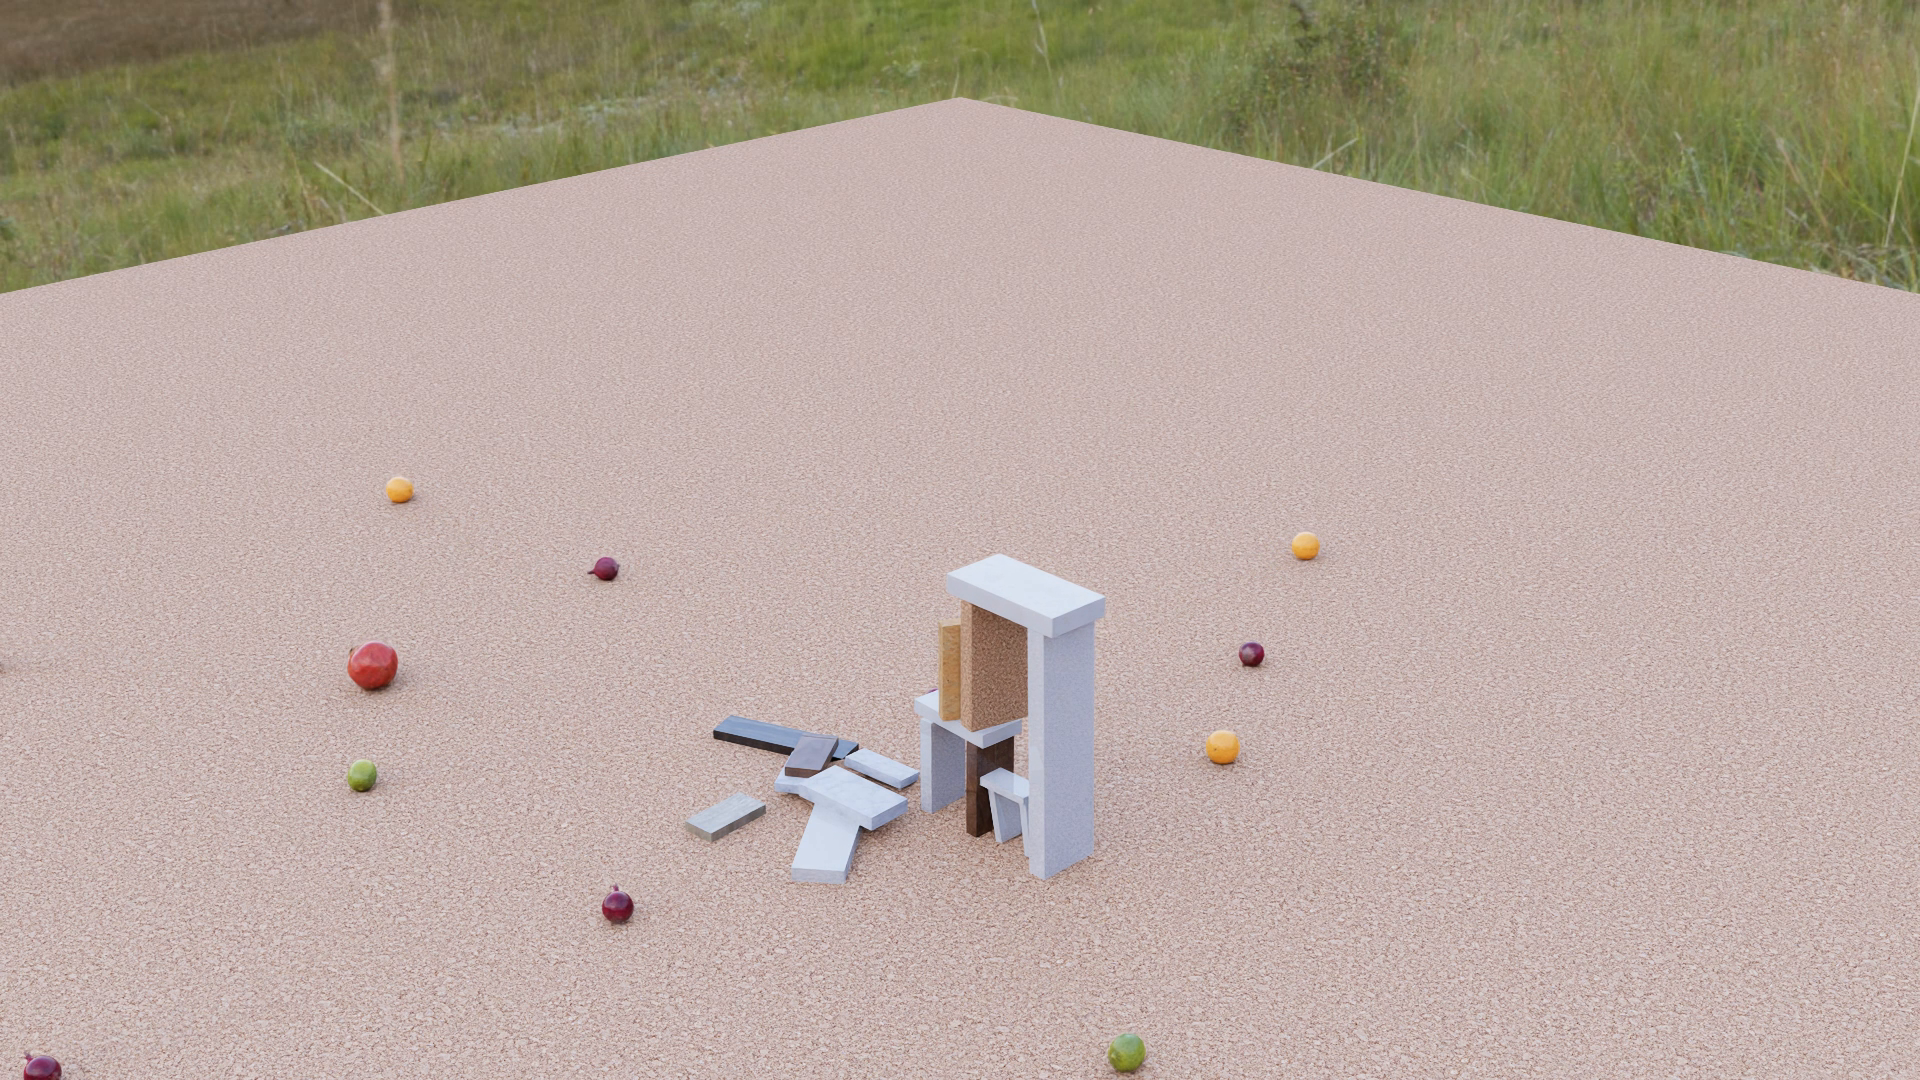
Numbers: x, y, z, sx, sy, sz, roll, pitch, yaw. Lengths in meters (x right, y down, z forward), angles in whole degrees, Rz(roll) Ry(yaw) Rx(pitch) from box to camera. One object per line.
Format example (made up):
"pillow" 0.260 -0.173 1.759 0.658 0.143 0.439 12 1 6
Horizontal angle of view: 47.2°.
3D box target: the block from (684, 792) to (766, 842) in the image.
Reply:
"block" -0.471 0.557 4.420 0.076 0.022 0.152 18 29 37

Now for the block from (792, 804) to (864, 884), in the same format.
"block" -0.255 0.589 4.336 0.103 0.029 0.280 3 23 7

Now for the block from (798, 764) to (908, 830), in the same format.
"block" -0.215 0.518 4.428 0.206 0.029 0.103 20 30 38

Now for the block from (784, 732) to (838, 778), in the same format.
"block" -0.308 0.449 4.574 0.076 0.022 0.152 4 23 10

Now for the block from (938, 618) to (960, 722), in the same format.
"block" 0.011 0.251 4.303 0.103 0.206 0.029 -7 24 -15

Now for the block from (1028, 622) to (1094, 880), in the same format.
"block" 0.193 0.388 4.182 0.040 0.517 0.141 20 30 41

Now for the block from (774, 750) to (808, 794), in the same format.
"block" -0.330 0.481 4.551 0.071 0.020 0.141 5 23 11

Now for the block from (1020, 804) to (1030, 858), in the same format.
"block" 0.147 0.556 4.300 0.059 0.117 0.017 -21 22 -41

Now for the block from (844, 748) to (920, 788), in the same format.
"block" -0.163 0.476 4.581 0.141 0.020 0.071 20 20 27

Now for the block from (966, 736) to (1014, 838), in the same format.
"block" 0.060 0.479 4.369 0.103 0.206 0.029 -20 30 -39

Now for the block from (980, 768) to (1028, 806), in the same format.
"block" 0.101 0.482 4.302 0.117 0.017 0.059 21 31 41

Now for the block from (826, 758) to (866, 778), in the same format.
"block" -0.277 0.492 4.577 0.141 0.020 0.071 -11 25 -24

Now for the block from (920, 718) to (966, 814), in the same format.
"block" -0.034 0.441 4.457 0.029 0.206 0.103 19 30 38

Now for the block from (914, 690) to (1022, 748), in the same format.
"block" 0.015 0.349 4.372 0.103 0.029 0.206 -19 29 -37

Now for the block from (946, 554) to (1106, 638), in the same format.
"block" 0.122 0.103 4.143 0.141 0.040 0.282 -20 30 -39

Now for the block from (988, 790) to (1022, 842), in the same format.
"block" 0.090 0.533 4.353 0.058 0.117 0.017 -20 17 -39

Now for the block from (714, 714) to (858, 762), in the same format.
"block" -0.374 0.431 4.718 0.313 0.022 0.076 10 25 22

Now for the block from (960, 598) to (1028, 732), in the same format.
"block" 0.072 0.224 4.270 0.141 0.282 0.040 -13 26 -28
